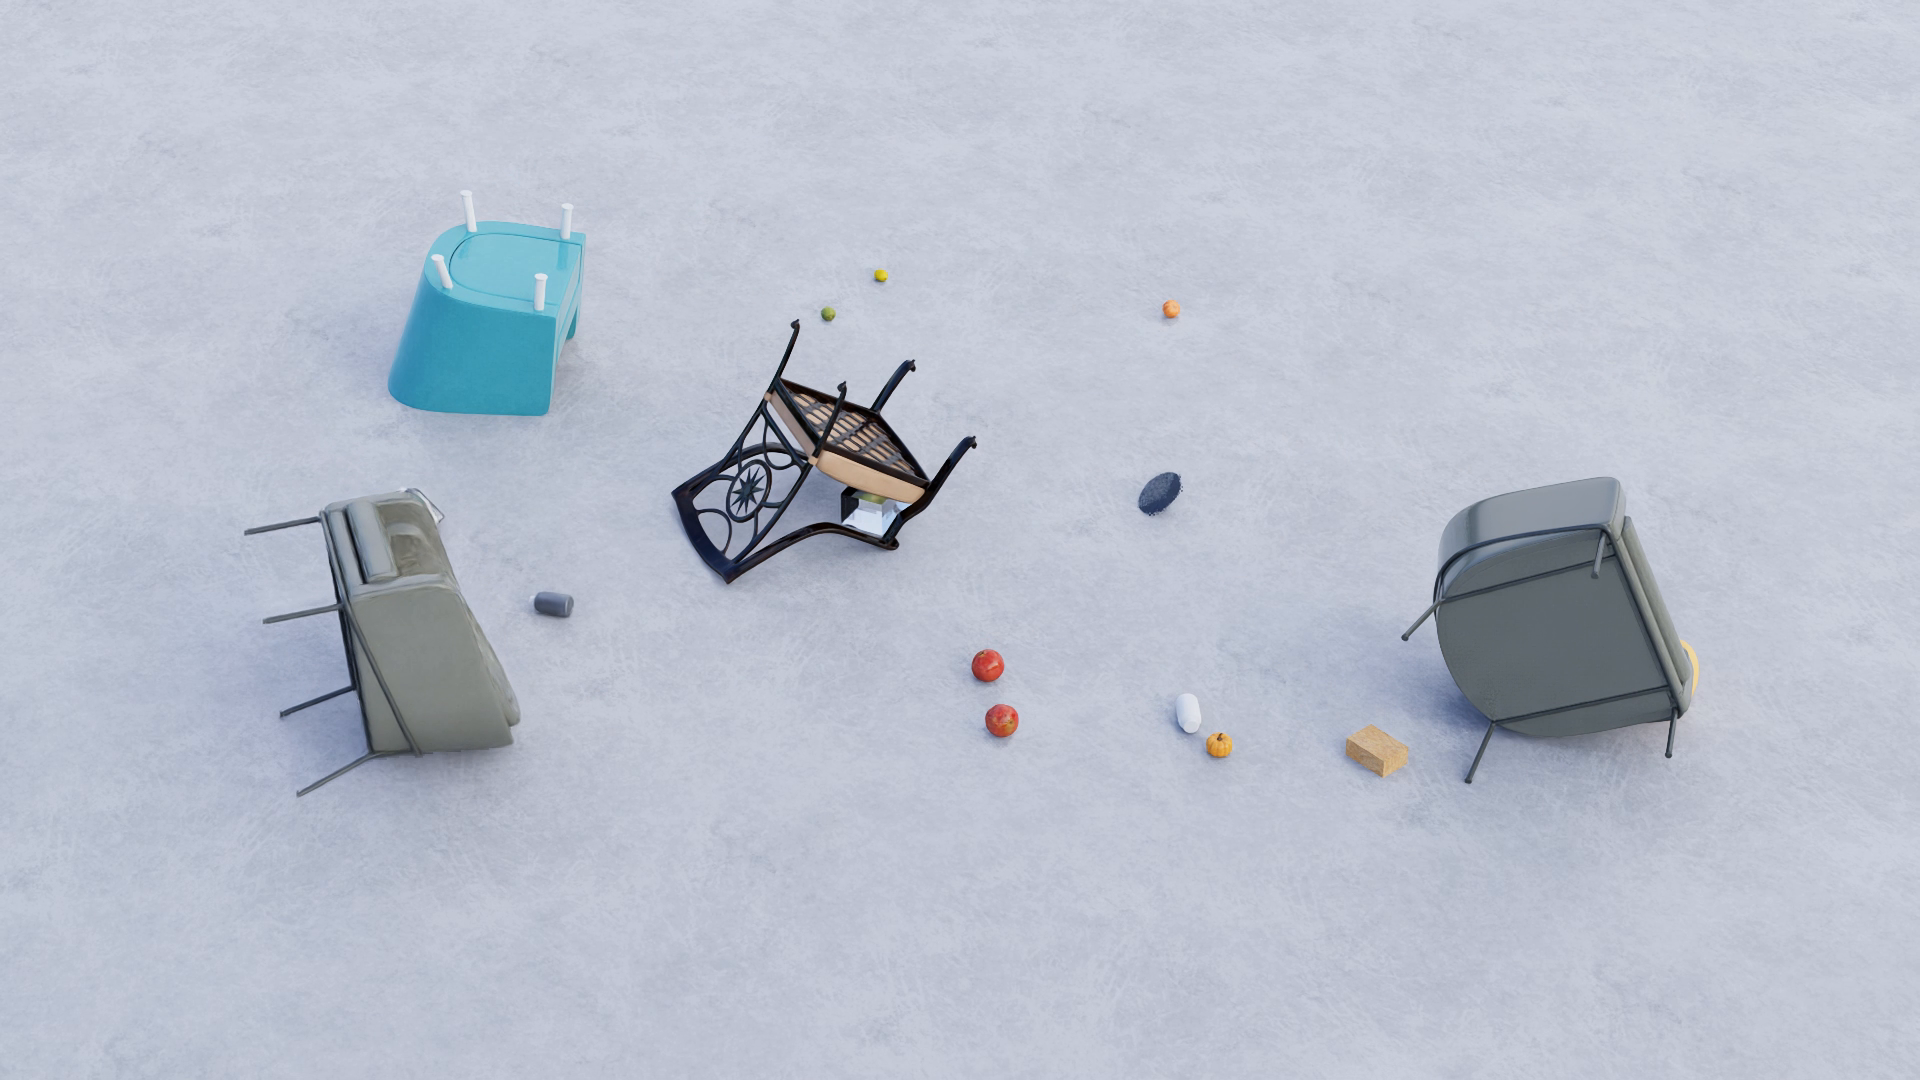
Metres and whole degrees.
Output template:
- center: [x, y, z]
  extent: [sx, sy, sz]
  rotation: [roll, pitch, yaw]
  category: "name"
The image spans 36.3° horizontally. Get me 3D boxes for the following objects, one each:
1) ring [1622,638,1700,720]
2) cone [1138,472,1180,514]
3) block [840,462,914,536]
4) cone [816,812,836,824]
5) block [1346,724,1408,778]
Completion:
- center: [2.410, 0.476, 10.093]
  extent: [0.246, 0.143, 0.390]
  rotation: [13, 39, 25]
  category: "ring"
- center: [0.778, -0.158, 11.130]
  extent: [0.190, 0.074, 0.194]
  rotation: [1, 56, 46]
  category: "cone"
- center: [-0.310, -0.159, 11.063]
  extent: [0.174, 0.136, 0.262]
  rotation: [15, 36, 22]
  category: "block"
- center: [-0.436, 0.898, 9.564]
  extent: [0.061, 0.039, 0.049]
  rotation: [-2, 12, 0]
  category: "cone"
- center: [1.395, 0.705, 9.811]
  extent: [0.119, 0.069, 0.170]
  rotation: [-25, 41, -33]
  category: "block"
